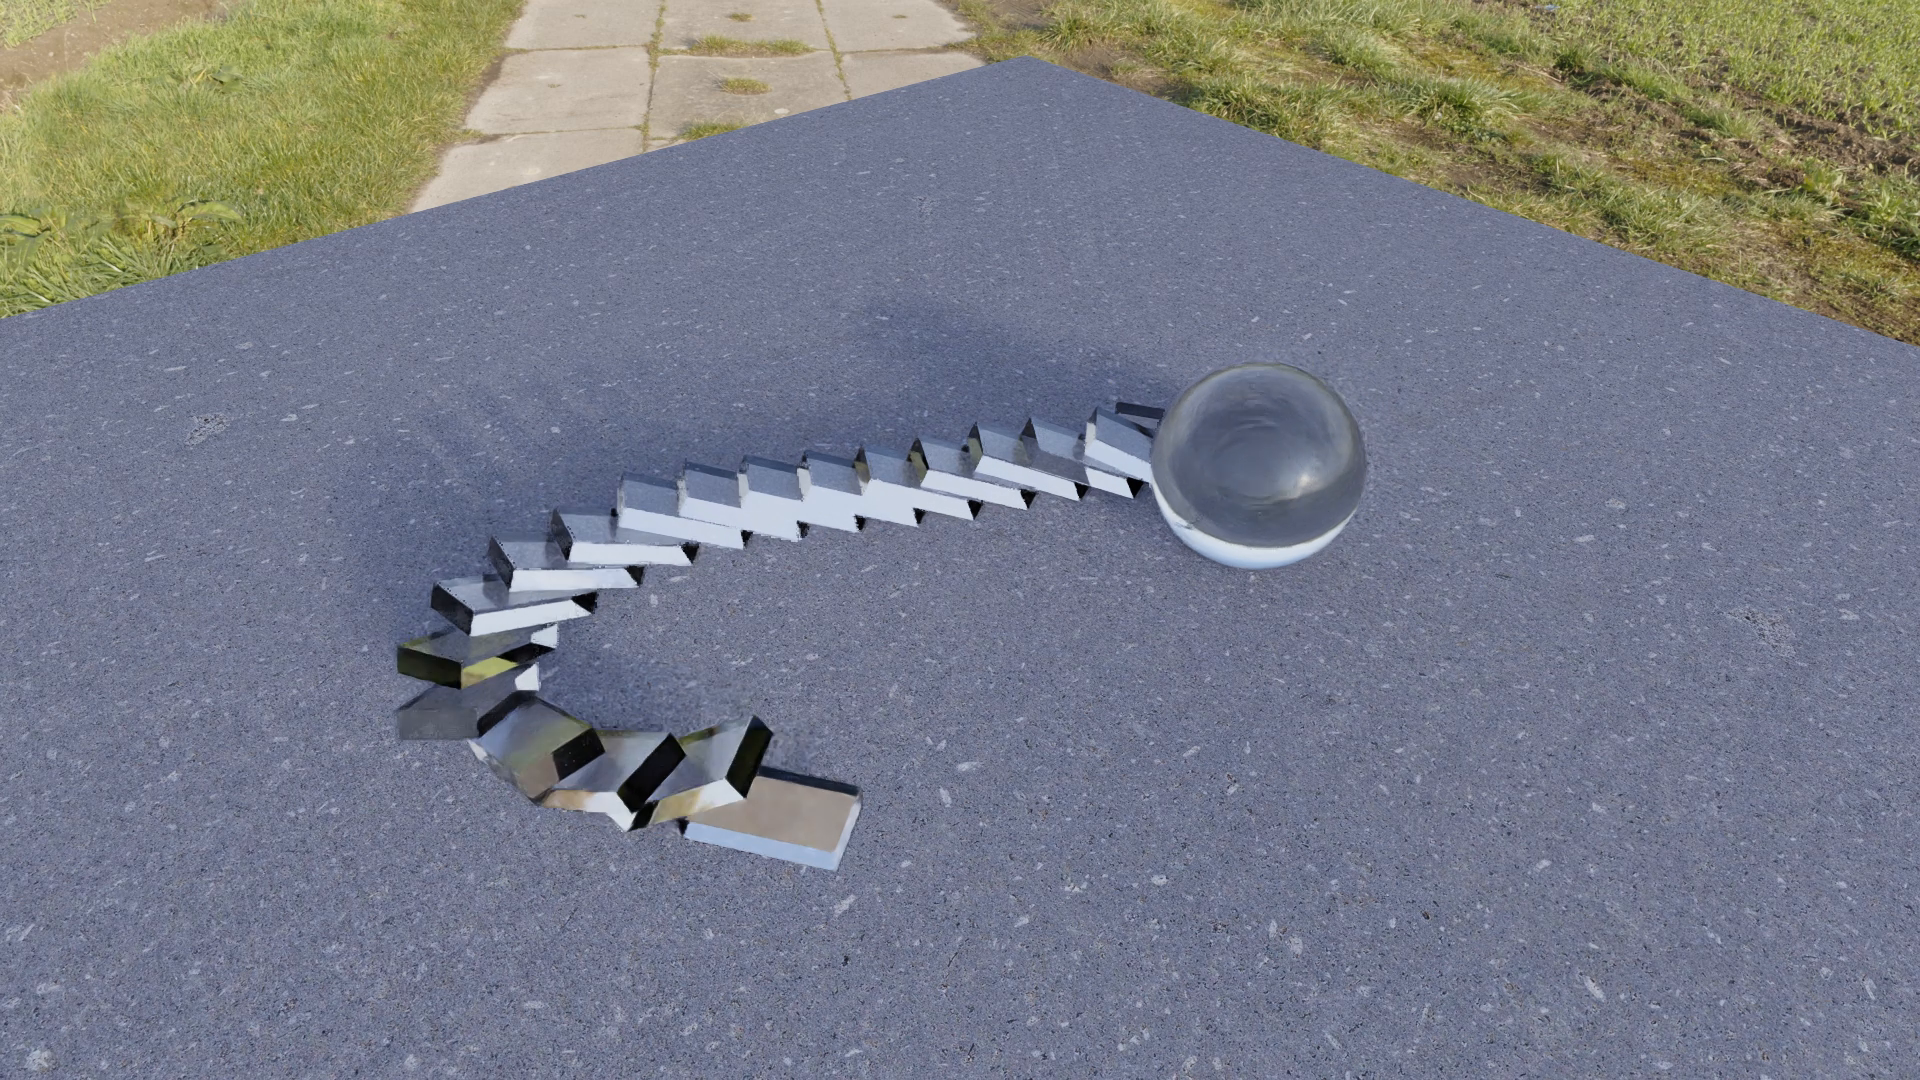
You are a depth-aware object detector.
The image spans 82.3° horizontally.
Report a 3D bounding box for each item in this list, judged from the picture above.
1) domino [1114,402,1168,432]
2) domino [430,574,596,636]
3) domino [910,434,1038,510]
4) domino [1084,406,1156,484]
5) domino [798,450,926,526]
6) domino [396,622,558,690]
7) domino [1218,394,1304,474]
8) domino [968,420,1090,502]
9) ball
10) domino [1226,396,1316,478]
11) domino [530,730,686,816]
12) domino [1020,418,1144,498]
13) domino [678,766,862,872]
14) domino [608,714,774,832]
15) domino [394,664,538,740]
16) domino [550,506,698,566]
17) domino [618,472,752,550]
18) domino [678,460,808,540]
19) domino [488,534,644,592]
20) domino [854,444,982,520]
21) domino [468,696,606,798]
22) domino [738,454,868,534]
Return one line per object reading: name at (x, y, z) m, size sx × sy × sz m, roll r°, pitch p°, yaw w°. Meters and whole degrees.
domino at (0.094, -0.049, 0.491) m, size 0.050 × 0.025 × 0.010 m, roll 11°, pitch 81°, yaw 13°
domino at (-0.162, 0.021, 0.400) m, size 0.025 × 0.009 × 0.050 m, roll 27°, pitch 20°, yaw 29°
domino at (0.006, -0.029, 0.463) m, size 0.050 × 0.010 × 0.025 m, roll 12°, pitch 34°, yaw -24°
domino at (0.079, -0.038, 0.474) m, size 0.050 × 0.009 × 0.025 m, roll 23°, pitch 39°, yaw -9°
domino at (-0.041, -0.021, 0.454) m, size 0.050 × 0.010 × 0.025 m, roll 12°, pitch 34°, yaw -24°
domino at (-0.166, 0.037, 0.381) m, size 0.025 × 0.010 × 0.050 m, roll 12°, pitch 13°, yaw 14°
domino at (0.137, -0.049, 0.504) m, size 0.025 × 0.010 × 0.050 m, roll -2°, pitch 39°, yaw -3°
domino at (0.029, -0.034, 0.469) m, size 0.050 × 0.010 × 0.025 m, roll 15°, pitch 35°, yaw -20°
ball at (0.114, -0.028, 0.422) m, size 0.080 × 0.080 × 0.080 m, roll 0°, pitch 39°, yaw 0°
domino at (0.136, -0.046, 0.485) m, size 0.025 × 0.010 × 0.050 m, roll -2°, pitch 39°, yaw -2°
domino at (-0.111, 0.071, 0.340) m, size 0.050 × 0.010 × 0.025 m, roll -6°, pitch 31°, yaw 37°
domino at (0.052, -0.035, 0.471) m, size 0.050 × 0.009 × 0.025 m, roll 15°, pitch 35°, yaw -20°
domino at (-0.058, 0.084, 0.341) m, size 0.050 × 0.009 × 0.025 m, roll 9°, pitch 40°, yaw 11°
domino at (-0.083, 0.071, 0.336) m, size 0.050 × 0.010 × 0.025 m, roll -21°, pitch 31°, yaw 28°
domino at (-0.160, 0.052, 0.361) m, size 0.025 × 0.009 × 0.050 m, roll -1°, pitch 10°, yaw -1°
domino at (-0.131, -0.001, 0.429) m, size 0.050 × 0.010 × 0.025 m, roll 3°, pitch 31°, yaw -40°
domino at (-0.111, -0.012, 0.442) m, size 0.050 × 0.009 × 0.025 m, roll 12°, pitch 33°, yaw -26°
domino at (-0.088, -0.016, 0.447) m, size 0.050 × 0.009 × 0.025 m, roll 12°, pitch 33°, yaw -25°
domino at (-0.149, 0.008, 0.417) m, size 0.050 × 0.010 × 0.025 m, roll 0°, pitch 30°, yaw -43°
domino at (-0.017, -0.024, 0.458) m, size 0.050 × 0.010 × 0.025 m, roll 12°, pitch 34°, yaw -24°
domino at (-0.135, 0.065, 0.349) m, size 0.025 × 0.010 × 0.050 m, roll -33°, pitch 25°, yaw -33°
domino at (-0.065, -0.019, 0.451) m, size 0.050 × 0.010 × 0.025 m, roll 12°, pitch 34°, yaw -25°
